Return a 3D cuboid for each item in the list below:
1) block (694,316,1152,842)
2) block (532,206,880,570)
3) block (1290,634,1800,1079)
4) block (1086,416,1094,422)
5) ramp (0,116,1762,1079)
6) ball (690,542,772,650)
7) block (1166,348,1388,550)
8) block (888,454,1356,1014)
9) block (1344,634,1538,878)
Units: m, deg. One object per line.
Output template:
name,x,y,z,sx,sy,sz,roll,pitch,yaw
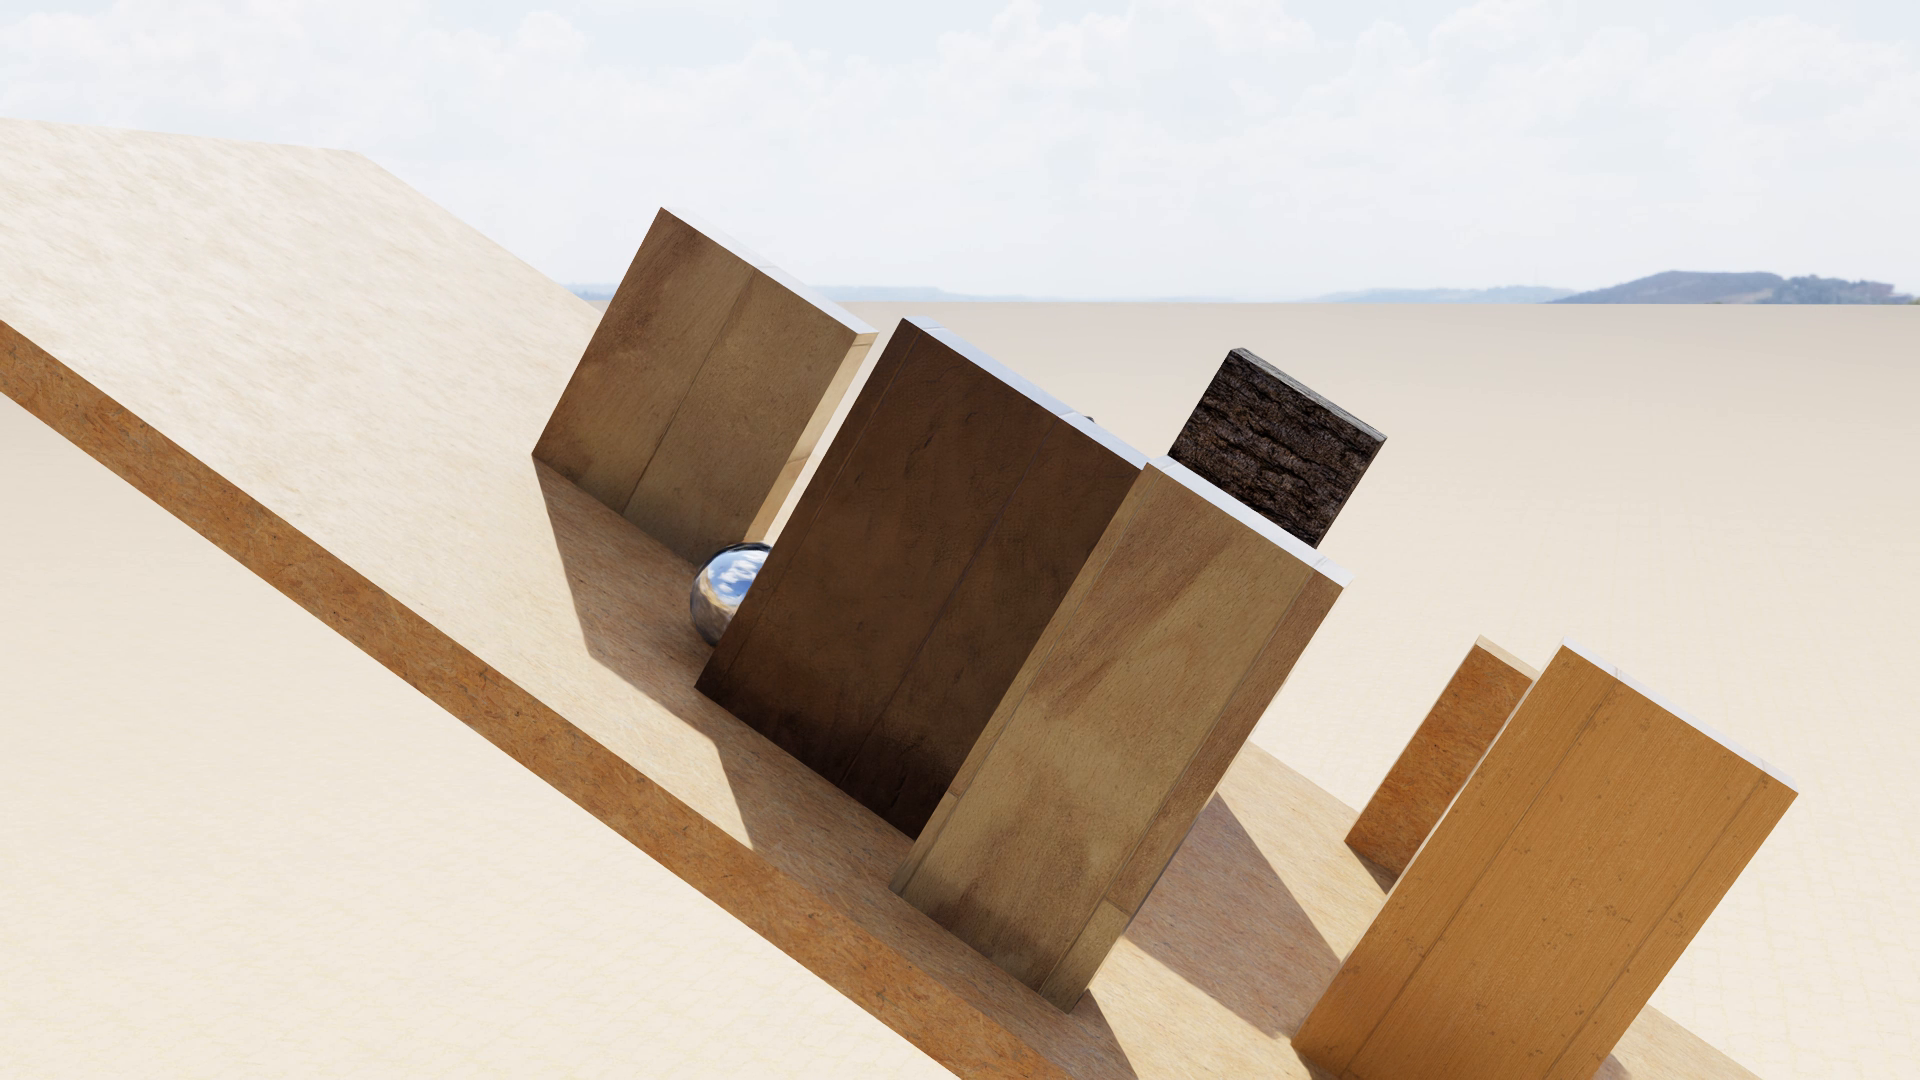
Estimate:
block,-0.058,0.062,3.467,0.445,0.694,0.119,33,15,11
block,-0.476,-0.270,4.068,0.441,0.534,0.116,33,15,11
block,0.897,0.586,3.428,0.401,0.780,0.095,33,15,11
block,0.191,-0.100,4.498,0.201,0.201,0.201,-16,-20,-38
ramp,-0.168,0.276,4.119,4.000,0.100,2.000,33,15,11
ball,-0.356,0.104,3.722,0.202,0.202,0.202,0,7,0
block,0.508,0.033,4.494,0.346,0.781,0.147,33,15,11
block,0.227,0.283,3.185,0.322,0.748,0.127,33,15,11
block,1.111,0.521,4.599,0.387,0.507,0.131,33,15,11
